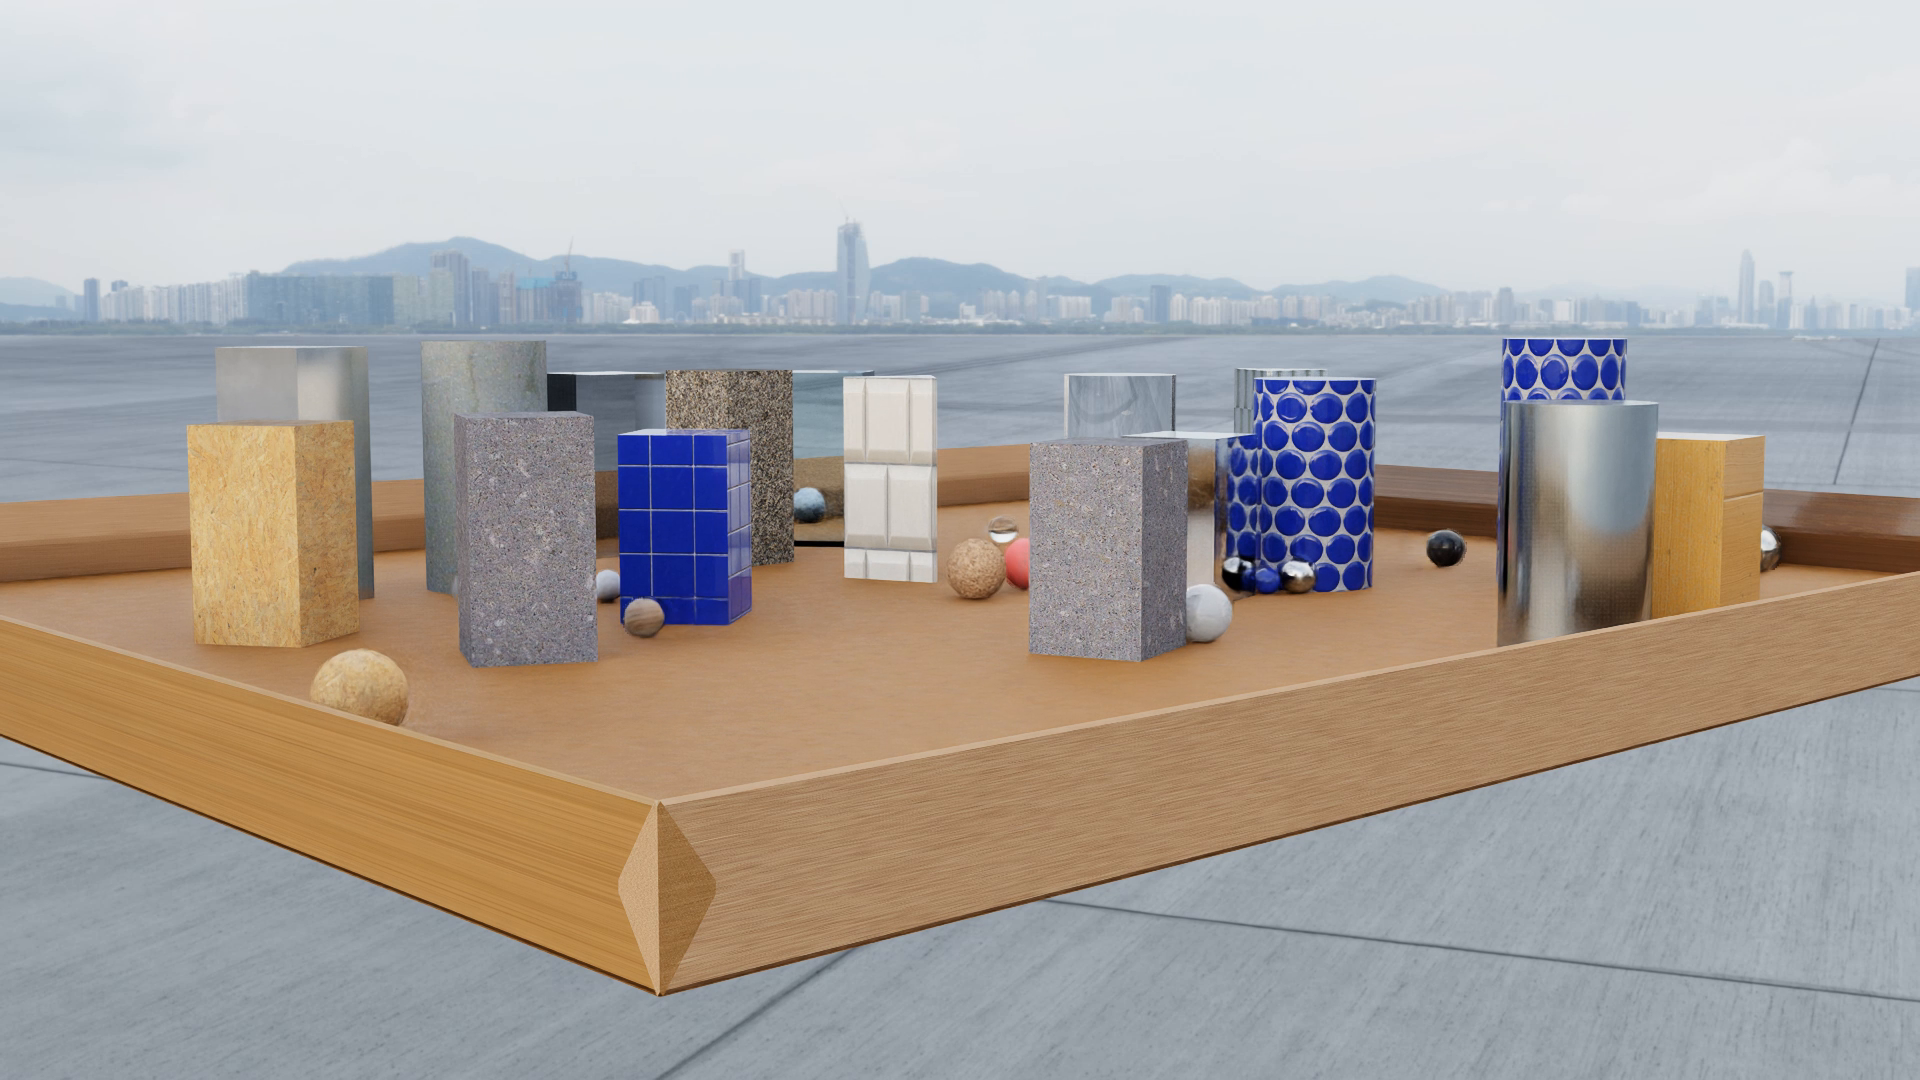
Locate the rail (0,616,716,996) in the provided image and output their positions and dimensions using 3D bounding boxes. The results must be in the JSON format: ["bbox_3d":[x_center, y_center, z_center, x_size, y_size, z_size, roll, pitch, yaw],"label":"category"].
[{"bbox_3d":[-1.045,0.133,2.373,0.045,0.128,2.557,-5,8,-42],"label":"rail"}]

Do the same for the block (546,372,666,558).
[{"bbox_3d":[-0.651,-0.141,4.039,0.157,0.330,0.157,-6,8,-44],"label":"block"}]

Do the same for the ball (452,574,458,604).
[{"bbox_3d":[-0.706,0.071,3.225,0.076,0.076,0.076,0,6,0],"label":"ball"}]

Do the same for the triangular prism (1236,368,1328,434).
[{"bbox_3d":[0.561,-0.144,4.031,0.170,0.337,0.147,-6,8,-43],"label":"triangular prism"}]

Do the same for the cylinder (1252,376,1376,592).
[{"bbox_3d":[0.572,-0.094,3.566,0.196,0.334,0.196,0,6,0],"label":"cylinder"}]

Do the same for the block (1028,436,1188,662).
[{"bbox_3d":[0.196,0.008,2.883,0.157,0.274,0.157,3,7,27],"label":"block"}]

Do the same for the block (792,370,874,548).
[{"bbox_3d":[-0.253,-0.158,4.208,0.157,0.328,0.157,1,6,7],"label":"block"}]

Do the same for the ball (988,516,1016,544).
[{"bbox_3d":[0.082,-0.020,4.212,0.053,0.053,0.053,0,6,0],"label":"ball"}]

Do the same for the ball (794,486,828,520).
[{"bbox_3d":[-0.316,-0.079,4.674,0.074,0.074,0.074,0,6,0],"label":"ball"}]

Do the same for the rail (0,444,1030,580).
[{"bbox_3d":[-0.851,-0.063,4.249,2.890,0.128,0.045,-5,8,-42],"label":"rail"}]

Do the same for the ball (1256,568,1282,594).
[{"bbox_3d":[0.483,0.064,3.454,0.043,0.043,0.043,0,6,0],"label":"ball"}]

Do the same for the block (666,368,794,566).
[{"bbox_3d":[-0.406,-0.130,3.882,0.157,0.339,0.157,5,8,40],"label":"block"}]

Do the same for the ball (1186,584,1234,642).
[{"bbox_3d":[0.328,0.098,2.957,0.078,0.078,0.078,0,6,0],"label":"ball"}]

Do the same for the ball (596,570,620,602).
[{"bbox_3d":[-0.541,0.070,3.370,0.048,0.048,0.048,0,6,0],"label":"ball"}]

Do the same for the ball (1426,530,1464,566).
[{"bbox_3d":[0.843,0.014,3.823,0.065,0.065,0.065,0,6,0],"label":"ball"}]

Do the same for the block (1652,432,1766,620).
[{"bbox_3d":[1.015,-0.010,3.074,0.157,0.270,0.157,5,8,38],"label":"block"}]

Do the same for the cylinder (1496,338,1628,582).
[{"bbox_3d":[0.982,-0.129,3.593,0.196,0.398,0.196,0,6,0],"label":"cylinder"}]

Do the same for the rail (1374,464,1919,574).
[{"bbox_3d":[1.045,-0.067,4.291,0.045,0.128,2.557,-5,8,-42],"label":"rail"}]

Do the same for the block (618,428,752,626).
[{"bbox_3d":[-0.397,-0.022,3.189,0.157,0.269,0.157,1,6,7],"label":"block"}]

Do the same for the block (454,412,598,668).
[{"bbox_3d":[-0.559,-0.005,2.828,0.157,0.311,0.157,-2,6,-18],"label":"block"}]

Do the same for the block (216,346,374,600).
[{"bbox_3d":[-1.014,-0.100,3.359,0.157,0.389,0.157,3,7,25],"label":"block"}]

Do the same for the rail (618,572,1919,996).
[{"bbox_3d":[0.851,0.129,2.415,2.890,0.128,0.045,-5,8,-42],"label":"rail"}]

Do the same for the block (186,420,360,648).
[{"bbox_3d":[-0.931,-0.013,2.990,0.157,0.293,0.157,1,6,13],"label":"block"}]

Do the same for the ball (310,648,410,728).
[{"bbox_3d":[-0.616,0.161,2.260,0.098,0.098,0.098,0,6,0],"label":"ball"}]

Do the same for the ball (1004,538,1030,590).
[{"bbox_3d":[0.110,0.037,3.513,0.084,0.084,0.084,0,6,0],"label":"ball"}]

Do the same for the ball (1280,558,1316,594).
[{"bbox_3d":[0.532,0.057,3.459,0.057,0.057,0.057,0,6,0],"label":"ball"}]

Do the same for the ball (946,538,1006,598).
[{"bbox_3d":[0.025,0.044,3.399,0.094,0.094,0.094,0,6,0],"label":"ball"}]

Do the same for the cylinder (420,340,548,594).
[{"bbox_3d":[-0.760,-0.121,3.530,0.196,0.396,0.196,0,6,0],"label":"cylinder"}]

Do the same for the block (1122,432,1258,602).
[{"bbox_3d":[0.354,-0.036,3.404,0.157,0.253,0.157,4,7,31],"label":"block"}]

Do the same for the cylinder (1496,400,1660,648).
[{"bbox_3d":[0.809,-0.018,2.885,0.196,0.325,0.196,0,6,0],"label":"cylinder"}]

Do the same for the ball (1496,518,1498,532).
[{"bbox_3d":[1.061,-0.029,4.206,0.071,0.071,0.071,0,6,0],"label":"ball"}]

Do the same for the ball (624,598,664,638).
[{"bbox_3d":[-0.431,0.106,2.997,0.055,0.055,0.055,0,6,0],"label":"ball"}]

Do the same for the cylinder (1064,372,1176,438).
[{"bbox_3d":[0.280,-0.124,3.860,0.196,0.332,0.196,0,6,0],"label":"cylinder"}]

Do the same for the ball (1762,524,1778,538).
[{"bbox_3d":[1.393,0.008,3.845,0.073,0.073,0.073,0,6,0],"label":"ball"}]

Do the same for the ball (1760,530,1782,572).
[{"bbox_3d":[1.364,0.018,3.755,0.073,0.073,0.073,0,6,0],"label":"ball"}]

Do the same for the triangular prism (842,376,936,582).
[{"bbox_3d":[-0.086,-0.107,3.691,0.170,0.334,0.147,3,7,25],"label":"triangular prism"}]
